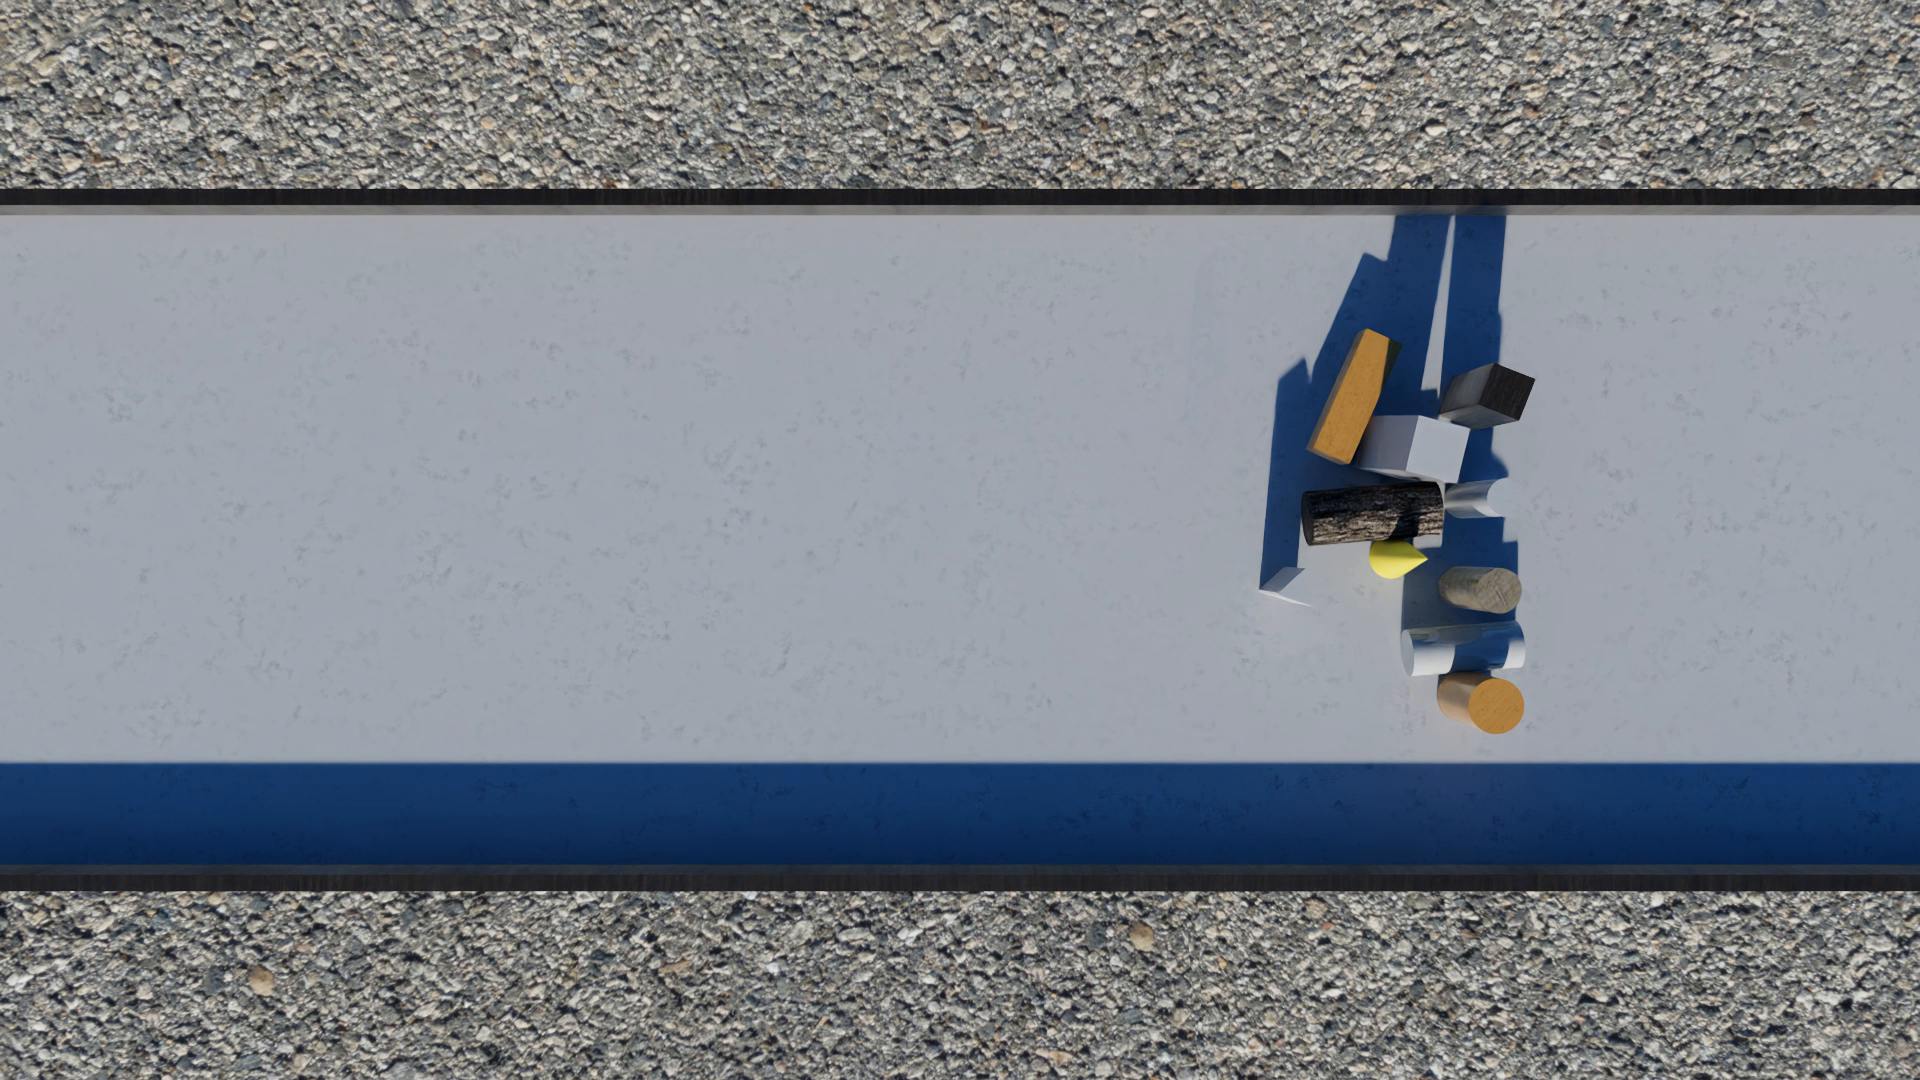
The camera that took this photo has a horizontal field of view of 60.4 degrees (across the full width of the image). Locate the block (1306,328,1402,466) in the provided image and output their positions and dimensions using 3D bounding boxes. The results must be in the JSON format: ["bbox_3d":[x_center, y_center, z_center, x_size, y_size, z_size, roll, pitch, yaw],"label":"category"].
[{"bbox_3d":[1.197,-0.434,5.017,0.119,0.119,0.392,24,90,0],"label":"block"}]

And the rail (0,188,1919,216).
[{"bbox_3d":[-2.247,-1.025,5.002,12.000,0.150,0.050,0,90,0],"label":"rail"}]

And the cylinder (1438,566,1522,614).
[{"bbox_3d":[1.535,0.144,4.885,0.129,0.384,0.129,0,90,0],"label":"cylinder"}]

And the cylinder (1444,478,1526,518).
[{"bbox_3d":[1.544,-0.121,4.867,0.109,0.419,0.109,0,90,0],"label":"cylinder"}]

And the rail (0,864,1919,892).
[{"bbox_3d":[-2.247,1.025,5.001,12.000,0.150,0.050,0,90,0],"label":"rail"}]

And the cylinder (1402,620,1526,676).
[{"bbox_3d":[1.525,0.329,5.005,0.334,0.142,0.142,-5,90,0],"label":"cylinder"}]

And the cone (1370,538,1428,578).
[{"bbox_3d":[1.327,0.052,4.876,0.136,0.401,0.136,0,90,0],"label":"cone"}]

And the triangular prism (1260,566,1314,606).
[{"bbox_3d":[0.988,0.128,4.923,0.111,0.306,0.097,18,90,0],"label":"triangular prism"}]

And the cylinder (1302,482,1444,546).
[{"bbox_3d":[1.246,-0.081,4.994,0.390,0.167,0.167,-5,90,0],"label":"cylinder"}]

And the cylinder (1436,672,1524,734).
[{"bbox_3d":[1.548,0.480,4.917,0.161,0.319,0.161,0,90,0],"label":"cylinder"}]

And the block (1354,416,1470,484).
[{"bbox_3d":[1.333,-0.271,4.882,0.162,0.361,0.162,13,92,-10],"label":"block"}]

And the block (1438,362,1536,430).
[{"bbox_3d":[1.553,-0.421,4.881,0.127,0.392,0.127,22,90,0],"label":"block"}]
